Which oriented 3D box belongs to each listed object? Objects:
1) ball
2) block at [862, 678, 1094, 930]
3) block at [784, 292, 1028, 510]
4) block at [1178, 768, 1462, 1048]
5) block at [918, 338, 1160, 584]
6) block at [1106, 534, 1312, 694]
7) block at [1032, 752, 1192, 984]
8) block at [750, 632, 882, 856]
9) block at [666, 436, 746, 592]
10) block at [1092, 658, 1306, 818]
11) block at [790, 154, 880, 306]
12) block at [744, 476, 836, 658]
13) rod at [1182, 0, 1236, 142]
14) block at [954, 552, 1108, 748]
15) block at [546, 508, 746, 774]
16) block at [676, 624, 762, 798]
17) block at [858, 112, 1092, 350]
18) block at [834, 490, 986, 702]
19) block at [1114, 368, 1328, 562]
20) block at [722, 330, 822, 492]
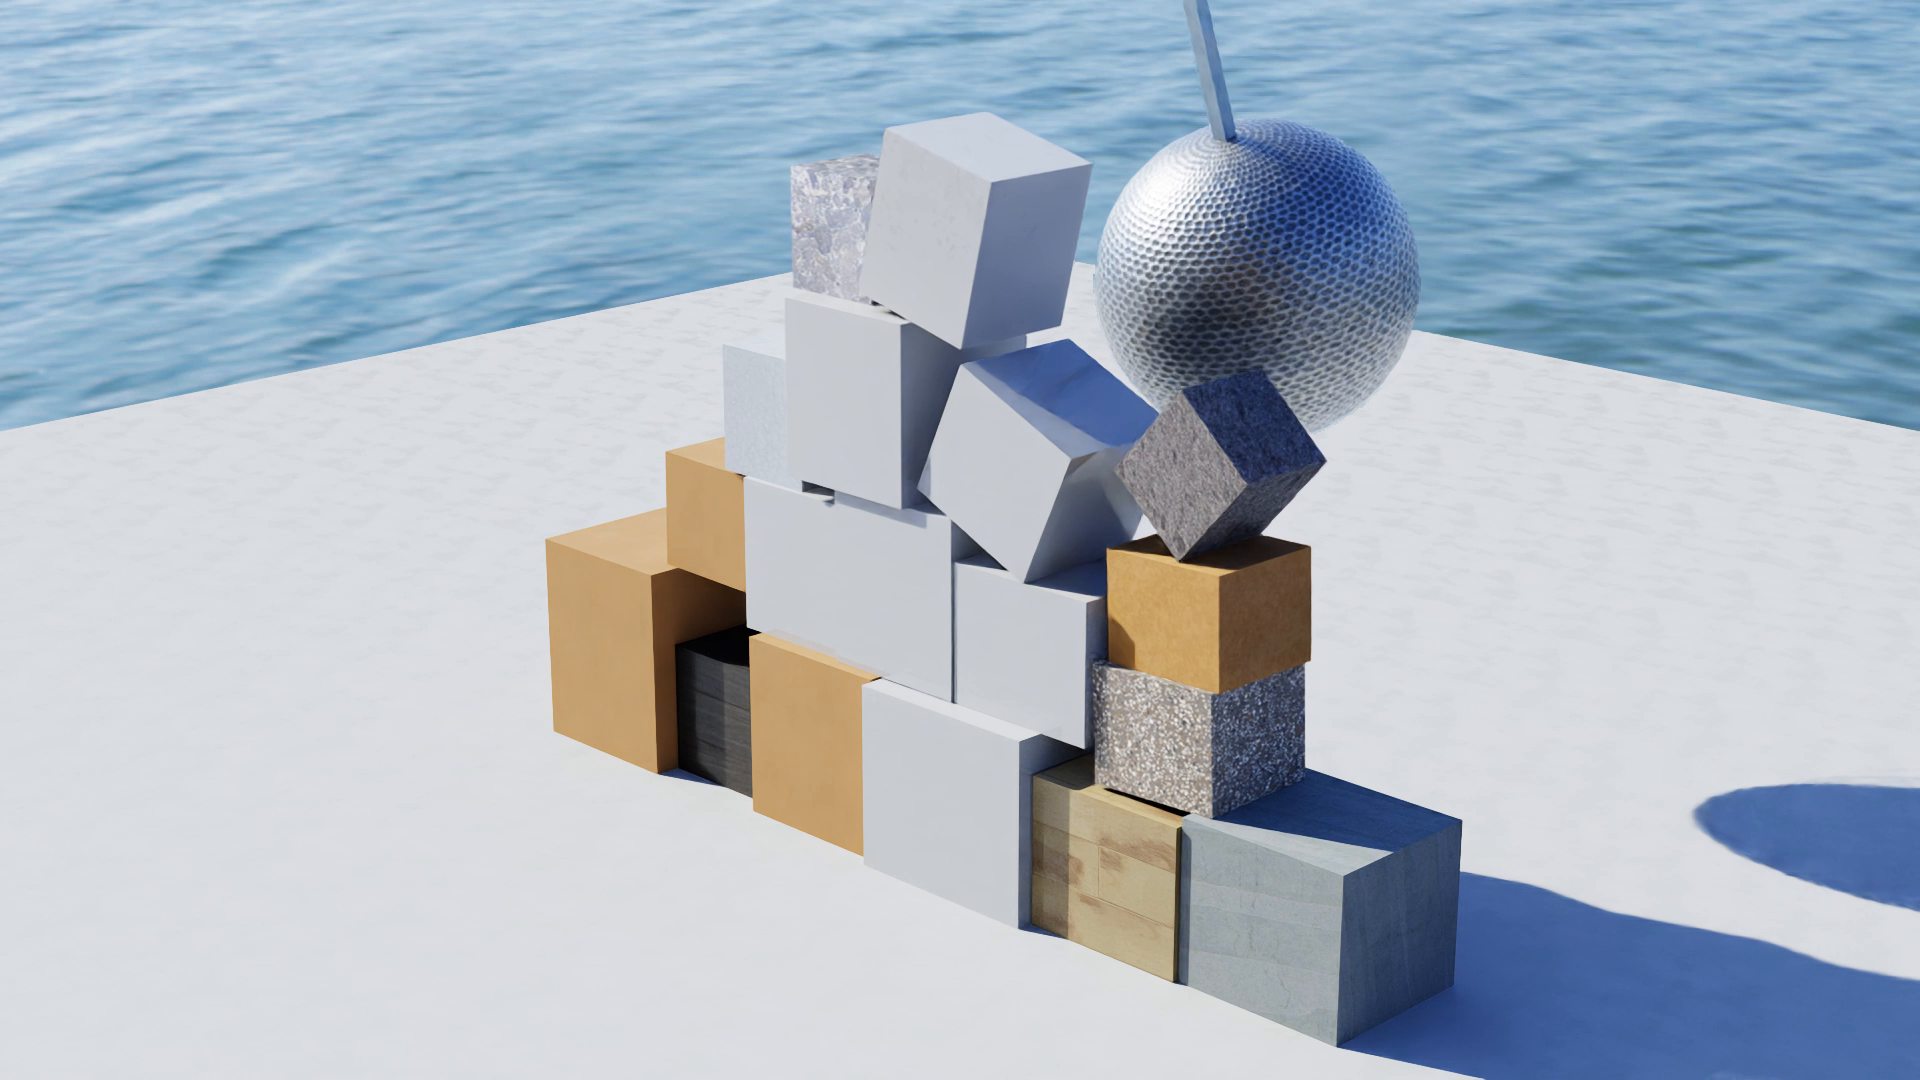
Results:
[{"bbox_3d":[1.467,-1.279,14.477,1.600,1.600,1.600,0,17,0],"label":"ball"},{"bbox_3d":[0.253,1.081,13.428,0.986,0.886,0.989,-17,24,-42],"label":"block"},{"bbox_3d":[-0.244,-0.699,13.372,0.798,0.840,0.755,-17,24,-42],"label":"block"},{"bbox_3d":[1.503,1.515,12.269,0.841,0.753,0.799,17,24,42],"label":"block"},{"bbox_3d":[0.377,-0.355,12.815,0.681,0.669,0.714,-17,48,-42],"label":"block"},{"bbox_3d":[1.050,0.273,12.342,0.582,0.503,0.625,-16,21,-41],"label":"block"},{"bbox_3d":[0.887,1.364,12.824,0.788,0.708,0.822,-17,24,-42],"label":"block"},{"bbox_3d":[-0.399,0.882,14.051,0.865,0.892,0.837,-17,24,-42],"label":"block"},{"bbox_3d":[-1.008,-0.145,14.369,0.577,0.579,0.650,-17,25,-42],"label":"block"},{"bbox_3d":[1.021,0.773,12.501,0.653,0.543,0.620,13,22,43],"label":"block"},{"bbox_3d":[-0.412,-1.419,13.325,0.523,0.561,0.477,17,24,42],"label":"block"},{"bbox_3d":[-0.542,0.055,13.949,0.703,0.746,0.649,-17,24,-42],"label":"block"},{"bbox_3d":[0.636,-4.073,12.728,0.080,5.200,0.080,17,44,42],"label":"rod"},{"bbox_3d":[0.508,0.419,12.957,0.723,0.660,0.788,-17,24,-42],"label":"block"},{"bbox_3d":[-1.502,0.490,15.042,0.863,1.045,0.844,-17,24,-42],"label":"block"},{"bbox_3d":[-0.936,0.832,14.605,0.669,0.655,0.672,-17,24,-42],"label":"block"},{"bbox_3d":[0.063,-1.363,12.819,0.628,0.771,0.658,-17,37,-42],"label":"block"},{"bbox_3d":[-0.046,0.160,13.449,0.734,0.846,0.753,-17,24,-42],"label":"block"},{"bbox_3d":[1.075,-0.310,12.132,0.505,0.545,0.490,-16,65,-42],"label":"block"},{"bbox_3d":[-0.694,-0.641,13.897,0.653,0.614,0.543,-17,24,-42],"label":"block"}]
